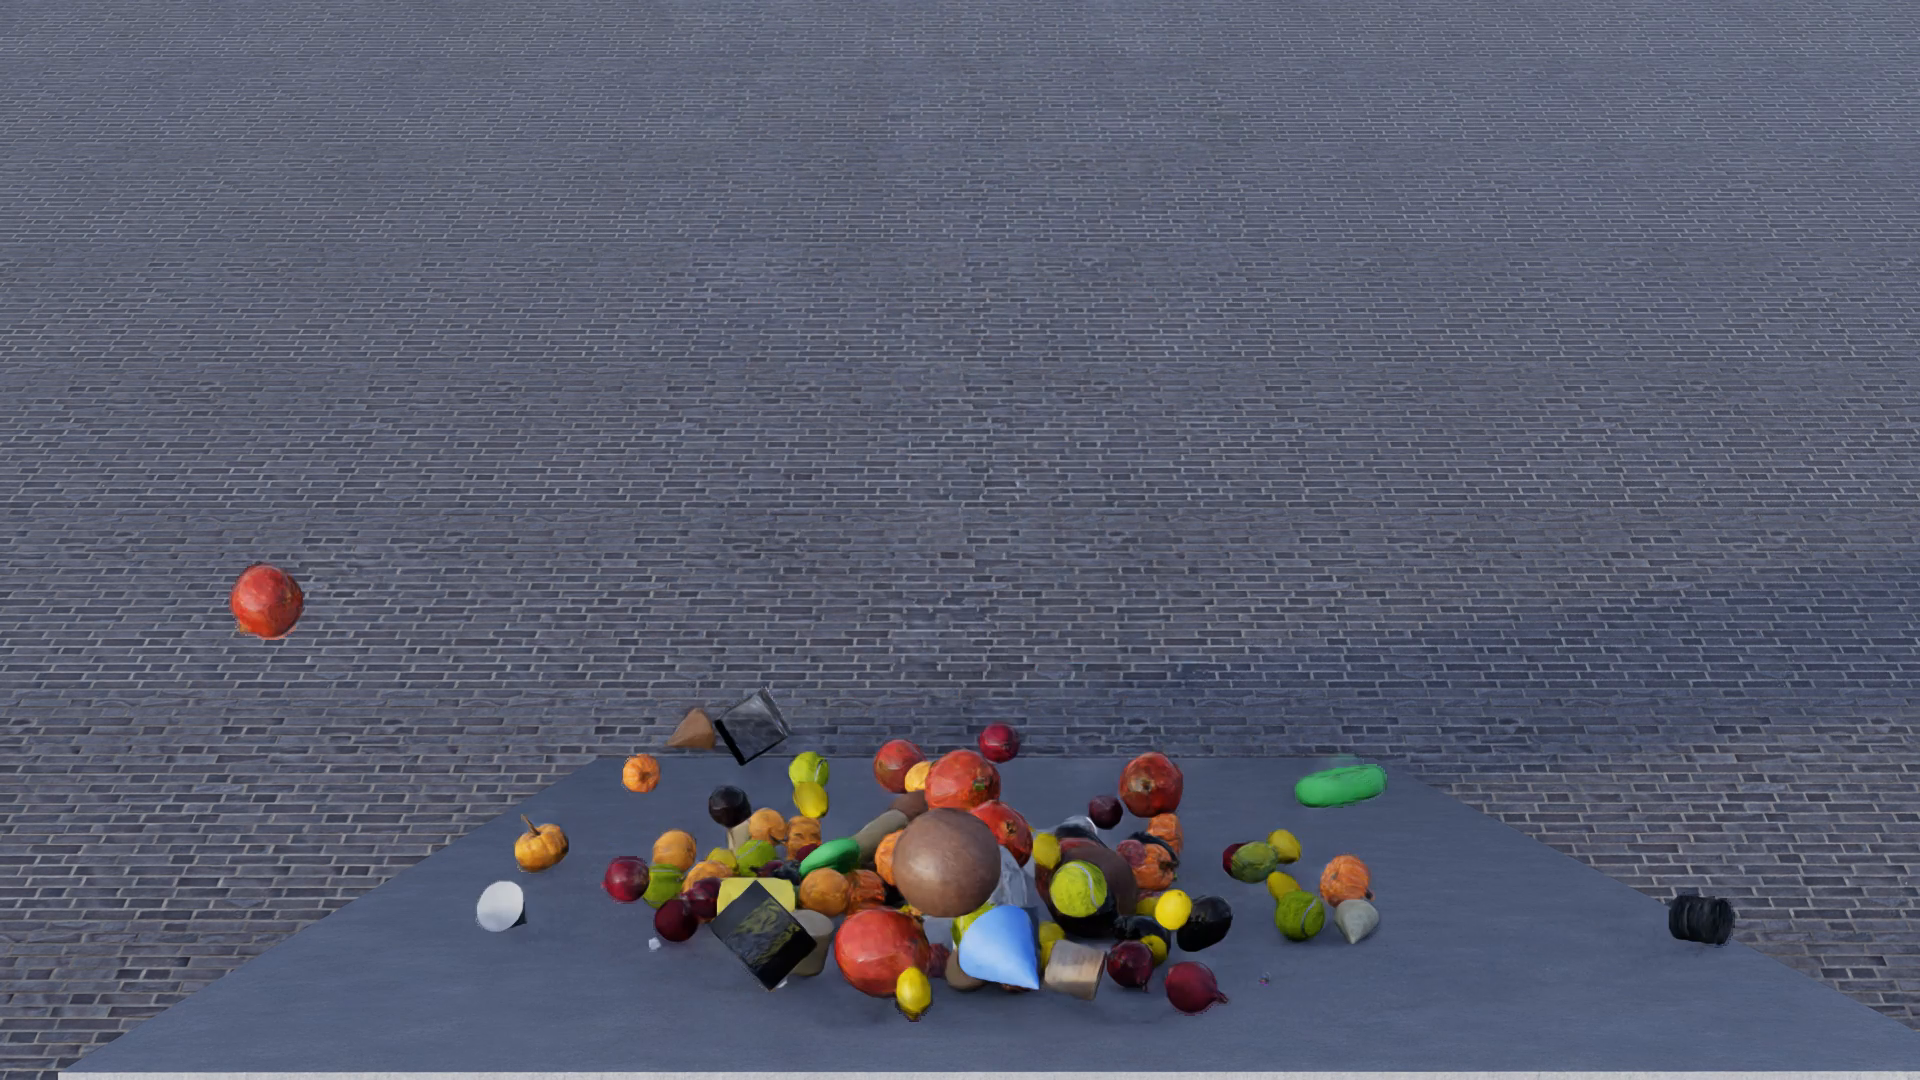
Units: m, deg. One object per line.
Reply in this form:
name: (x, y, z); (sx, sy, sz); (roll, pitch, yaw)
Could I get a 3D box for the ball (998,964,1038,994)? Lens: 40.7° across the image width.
ball: (0.070, 0.525, 3.139); (0.051, 0.051, 0.051); (0, 30, 0)

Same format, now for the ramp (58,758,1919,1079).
ramp: (0.068, 0.605, 4.671); (2.000, 0.100, 4.000); (0, 0, 0)

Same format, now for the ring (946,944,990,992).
ring: (0.016, 0.519, 3.166); (0.077, 0.026, 0.077); (-26, 36, 21)

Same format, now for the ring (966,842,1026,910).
ring: (0.047, 0.450, 3.366); (0.040, 0.120, 0.120); (-21, 22, 25)

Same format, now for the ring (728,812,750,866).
ring: (-0.376, 0.509, 4.397); (0.030, 0.091, 0.091); (-1, 30, -12)

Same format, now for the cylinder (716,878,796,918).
cylinder: (-0.276, 0.500, 3.492); (0.087, 0.087, 0.087); (3, 28, -18)

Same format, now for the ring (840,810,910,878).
ring: (-0.145, 0.500, 4.250); (0.049, 0.148, 0.148); (49, 47, 9)

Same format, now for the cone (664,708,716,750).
cone: (-0.376, 0.268, 3.523); (0.064, 0.064, 0.064); (-23, 37, -32)

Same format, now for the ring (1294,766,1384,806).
ring: (0.584, 0.378, 3.979); (0.140, 0.047, 0.140); (-10, -1, 0)

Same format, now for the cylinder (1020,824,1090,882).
cylinder: (0.155, 0.512, 4.230); (0.085, 0.085, 0.085); (17, 8, 26)

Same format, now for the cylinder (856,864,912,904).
cylinder: (-0.116, 0.520, 3.926); (0.060, 0.060, 0.060); (22, 6, 32)

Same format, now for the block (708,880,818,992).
block: (-0.239, 0.481, 3.148); (0.080, 0.080, 0.080); (-44, 56, -11)

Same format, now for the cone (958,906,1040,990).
cone: (0.064, 0.477, 2.902); (0.098, 0.098, 0.098); (-16, 33, -25)

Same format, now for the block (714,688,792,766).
block: (-0.313, 0.281, 3.905); (0.079, 0.079, 0.079); (-32, 2, 5)

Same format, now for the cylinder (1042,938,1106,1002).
cylinder: (0.134, 0.501, 3.015); (0.060, 0.060, 0.060); (15, 33, 10)

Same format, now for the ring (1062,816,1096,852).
ring: (0.201, 0.515, 4.471); (0.028, 0.083, 0.083); (31, 6, -42)

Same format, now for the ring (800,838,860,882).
ring: (-0.186, 0.459, 3.705); (0.094, 0.094, 0.031); (-19, 66, -28)

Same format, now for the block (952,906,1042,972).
block: (0.045, 0.504, 3.247); (0.082, 0.082, 0.082); (0, -9, -24)

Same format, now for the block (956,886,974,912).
block: (0.046, 0.507, 3.569); (0.069, 0.069, 0.069); (-9, 1, 24)

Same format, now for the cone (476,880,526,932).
cone: (-0.627, 0.526, 3.632); (0.074, 0.074, 0.074); (-10, 61, 18)

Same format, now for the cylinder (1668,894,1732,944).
cylinder: (0.997, 0.511, 3.487); (0.060, 0.060, 0.060); (-28, 19, -39)

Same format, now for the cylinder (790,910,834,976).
cylinder: (-0.194, 0.506, 3.249); (0.060, 0.060, 0.060); (13, 23, -5)

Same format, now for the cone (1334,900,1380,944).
cone: (0.542, 0.537, 3.553); (0.064, 0.064, 0.064); (6, 28, 10)
